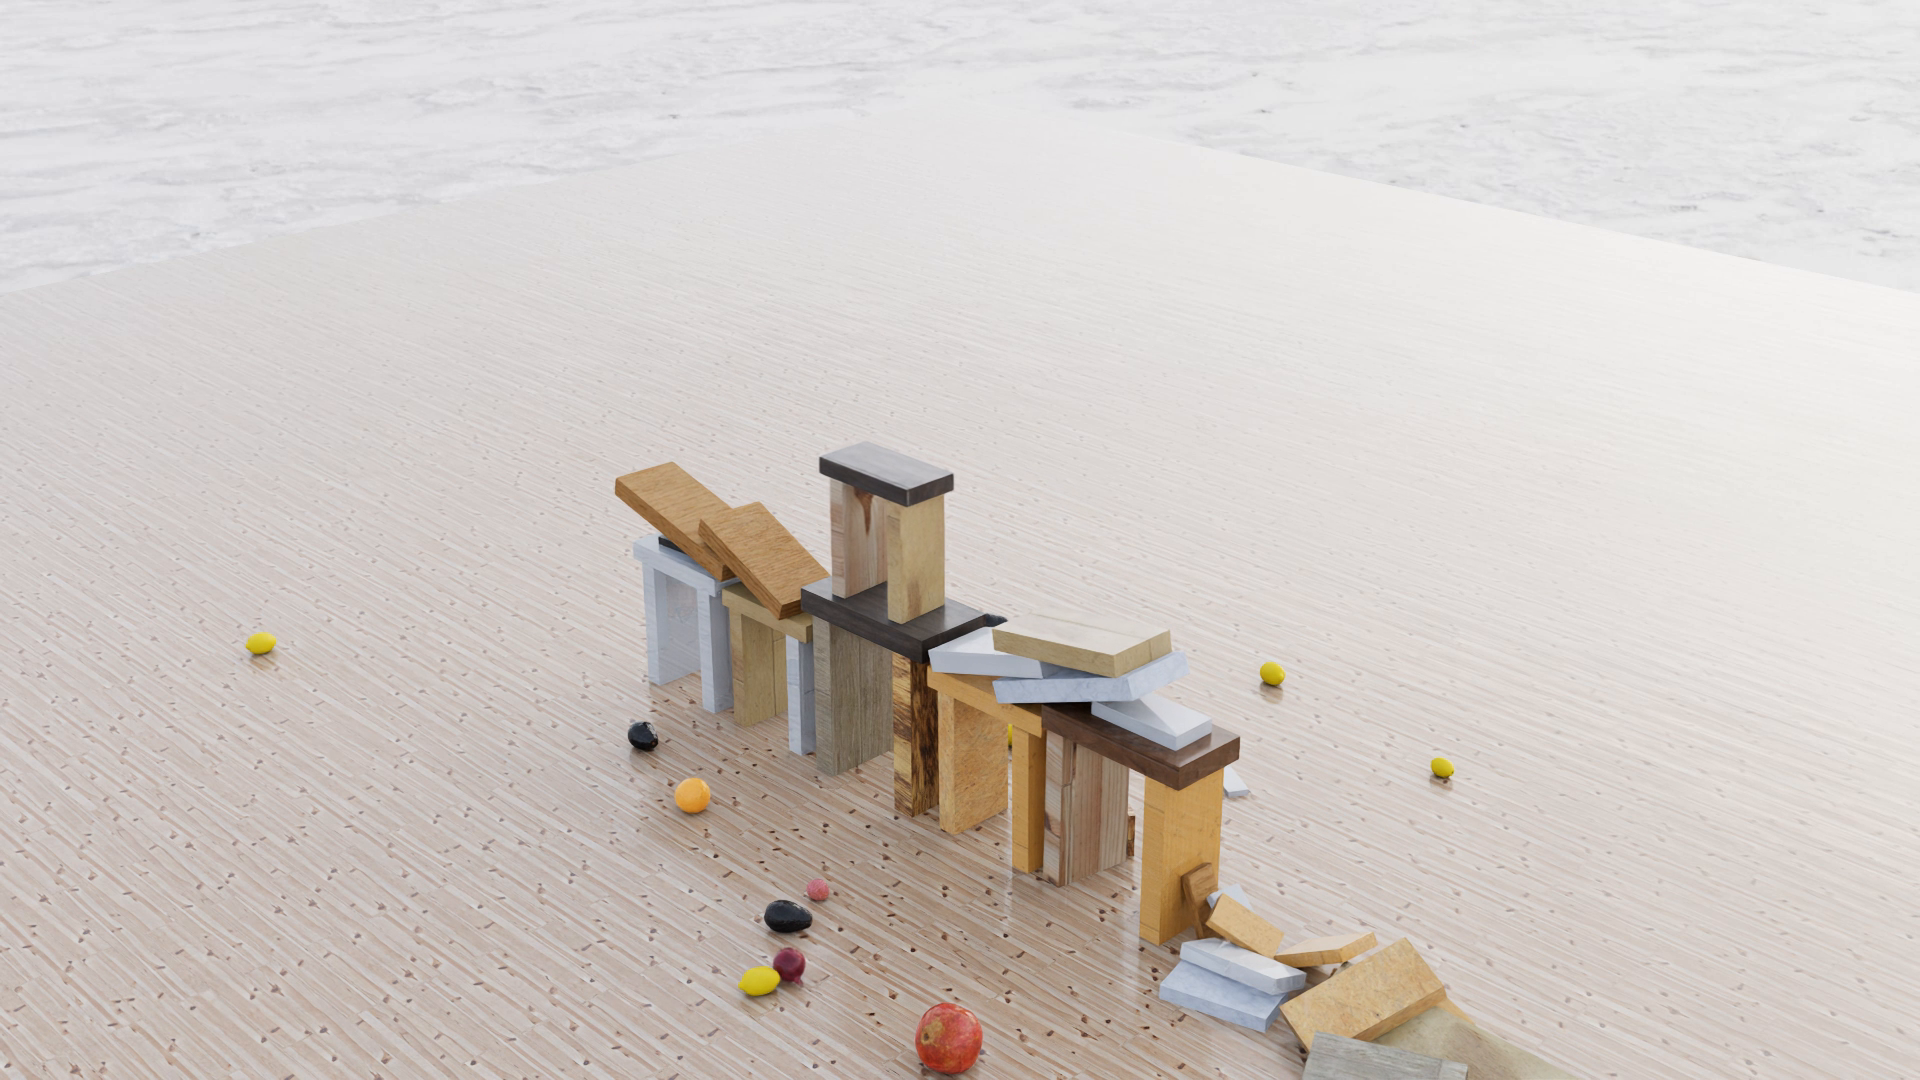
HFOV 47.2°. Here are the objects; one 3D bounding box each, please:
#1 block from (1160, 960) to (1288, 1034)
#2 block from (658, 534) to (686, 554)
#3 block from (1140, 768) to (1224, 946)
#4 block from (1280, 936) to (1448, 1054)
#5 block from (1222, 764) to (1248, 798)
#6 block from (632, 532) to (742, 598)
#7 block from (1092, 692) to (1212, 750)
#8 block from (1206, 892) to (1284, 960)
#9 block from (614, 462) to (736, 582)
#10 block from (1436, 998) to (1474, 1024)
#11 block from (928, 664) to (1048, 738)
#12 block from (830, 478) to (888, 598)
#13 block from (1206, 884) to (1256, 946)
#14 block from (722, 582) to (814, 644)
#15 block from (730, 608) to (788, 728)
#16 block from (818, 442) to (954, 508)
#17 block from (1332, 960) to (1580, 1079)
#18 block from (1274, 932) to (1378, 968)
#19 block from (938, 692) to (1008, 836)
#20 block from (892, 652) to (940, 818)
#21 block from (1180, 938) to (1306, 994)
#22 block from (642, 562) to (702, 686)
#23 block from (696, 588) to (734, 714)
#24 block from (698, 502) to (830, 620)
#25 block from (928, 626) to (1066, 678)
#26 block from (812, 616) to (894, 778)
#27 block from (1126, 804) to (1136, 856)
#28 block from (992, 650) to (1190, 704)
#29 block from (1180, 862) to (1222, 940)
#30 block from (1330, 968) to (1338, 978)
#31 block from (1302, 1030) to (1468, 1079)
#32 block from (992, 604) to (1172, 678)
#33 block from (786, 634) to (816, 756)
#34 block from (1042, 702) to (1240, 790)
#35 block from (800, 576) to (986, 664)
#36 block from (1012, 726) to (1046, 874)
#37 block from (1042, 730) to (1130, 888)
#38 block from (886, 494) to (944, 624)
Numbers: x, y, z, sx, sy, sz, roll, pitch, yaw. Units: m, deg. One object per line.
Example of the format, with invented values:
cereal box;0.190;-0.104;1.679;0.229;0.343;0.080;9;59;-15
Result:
block;0.462;0.795;3.850;0.201;0.028;0.100;13;26;28
block;-0.602;0.007;4.866;0.125;0.018;0.063;19;29;37
block;0.405;0.557;4.019;0.047;0.335;0.167;21;31;40
block;0.682;0.783;3.723;0.250;0.035;0.125;-28;39;-6
block;0.555;0.497;4.573;0.045;0.013;0.125;-6;24;-14
block;-0.576;0.043;4.857;0.146;0.041;0.292;-21;31;-40
block;0.347;0.319;3.992;0.100;0.028;0.201;-21;31;-41
block;0.515;0.702;3.971;0.134;0.019;0.067;34;50;1
block;-0.581;-0.045;4.838;0.154;0.044;0.402;-19;42;-38
block;0.790;0.801;3.774;0.089;0.025;0.177;-20;36;-21
block;0.098;0.287;4.247;0.153;0.043;0.305;-21;31;-41
block;-0.203;-0.021;4.444;0.036;0.254;0.127;20;30;38
block;0.509;0.696;3.997;0.067;0.019;0.134;-15;64;-31
block;-0.366;0.140;4.679;0.137;0.039;0.274;-21;31;-40
block;-0.432;0.258;4.801;0.137;0.274;0.039;-21;31;-41
block;-0.146;-0.132;4.334;0.127;0.036;0.254;-21;31;-40
block;0.800;0.850;3.646;0.479;0.035;0.125;22;58;42
block;0.647;0.728;3.898;0.089;0.025;0.177;-17;-4;-34
block;0.027;0.420;4.380;0.153;0.305;0.043;-21;30;-41
block;-0.052;0.365;4.444;0.050;0.356;0.178;21;31;41
block;0.500;0.752;3.891;0.201;0.028;0.100;15;7;41
block;-0.642;0.170;4.986;0.146;0.292;0.041;-21;31;-41
block;-0.504;0.224;4.860;0.041;0.293;0.146;21;31;41
block;-0.407;0.041;4.676;0.154;0.044;0.308;-18;48;-37
block;0.099;0.214;4.198;0.153;0.043;0.305;-21;14;-40
block;-0.220;0.300;4.599;0.050;0.356;0.178;21;31;41
block;0.330;0.568;4.306;0.013;0.091;0.045;-4;23;-10
block;0.237;0.253;4.049;0.153;0.043;0.364;-21;9;-39
block;0.448;0.666;4.023;0.067;0.134;0.019;-21;9;-41
block;0.730;0.800;3.843;0.177;0.025;0.089;9;24;19
block;0.686;0.886;3.570;0.250;0.035;0.125;9;47;20
block;0.221;0.183;4.026;0.153;0.043;0.305;-21;21;-40
block;-0.302;0.309;4.682;0.039;0.274;0.137;22;31;40
block;0.327;0.349;4.018;0.167;0.047;0.335;-21;31;-40
block;-0.137;0.145;4.442;0.178;0.050;0.356;-21;31;-41
block;0.170;0.476;4.246;0.153;0.305;0.043;-21;30;-40
block;0.243;0.484;4.191;0.167;0.335;0.047;-16;29;-33
block;-0.086;0.026;4.333;0.036;0.254;0.127;19;30;38
